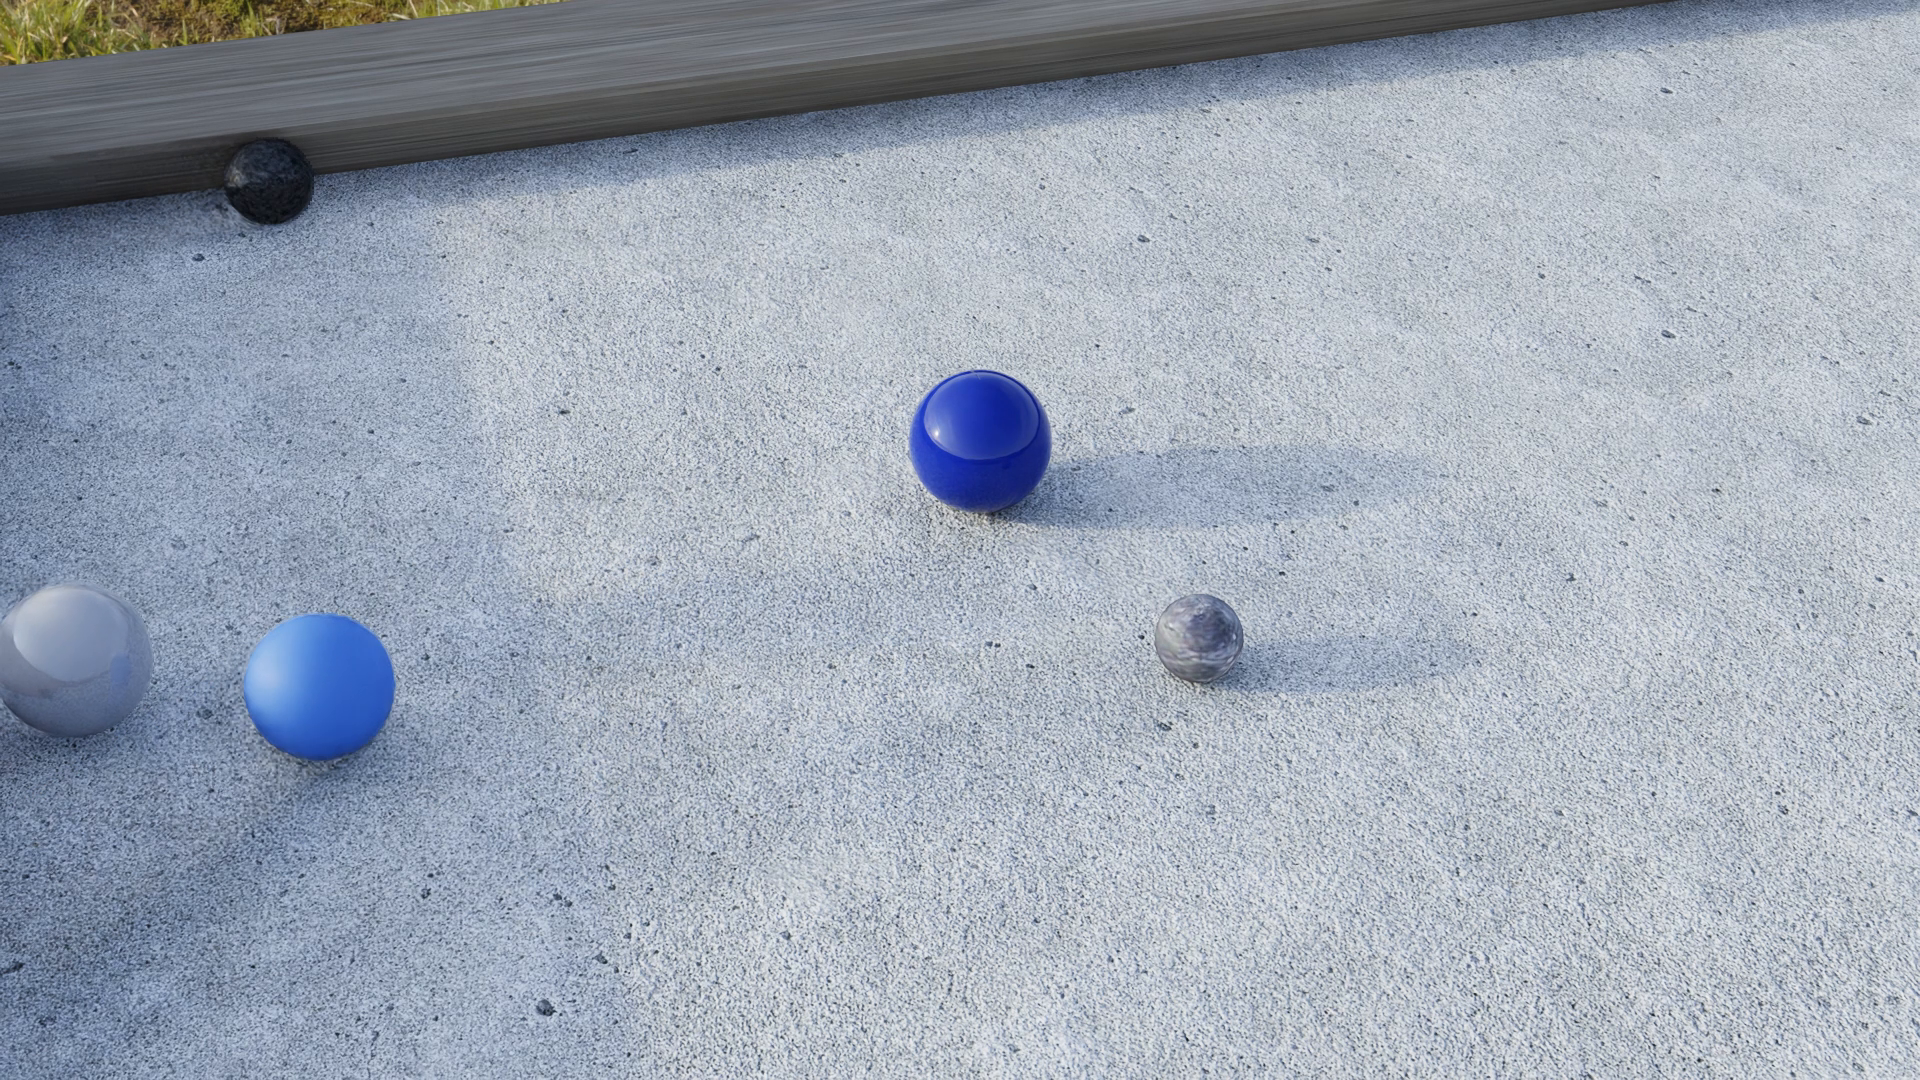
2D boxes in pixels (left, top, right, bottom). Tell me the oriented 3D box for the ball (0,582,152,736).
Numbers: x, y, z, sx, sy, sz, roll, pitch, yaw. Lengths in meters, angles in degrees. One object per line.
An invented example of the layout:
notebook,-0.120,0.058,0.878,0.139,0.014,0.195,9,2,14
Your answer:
ball,-0.512,0.069,1.478,0.088,0.088,0.088,0,36,0

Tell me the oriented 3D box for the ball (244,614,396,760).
ball,-0.364,0.084,1.461,0.084,0.084,0.084,0,36,0

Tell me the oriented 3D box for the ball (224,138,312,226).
ball,-0.534,-0.276,1.979,0.066,0.066,0.066,0,36,0

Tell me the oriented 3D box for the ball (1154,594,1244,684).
ball,0.142,0.058,1.523,0.053,0.053,0.053,0,36,0

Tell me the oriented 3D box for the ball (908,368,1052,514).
ball,0.013,-0.064,1.659,0.093,0.093,0.093,0,36,0

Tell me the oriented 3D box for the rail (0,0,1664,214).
rail,0.458,-0.495,2.236,2.668,0.121,0.045,-10,37,-13
